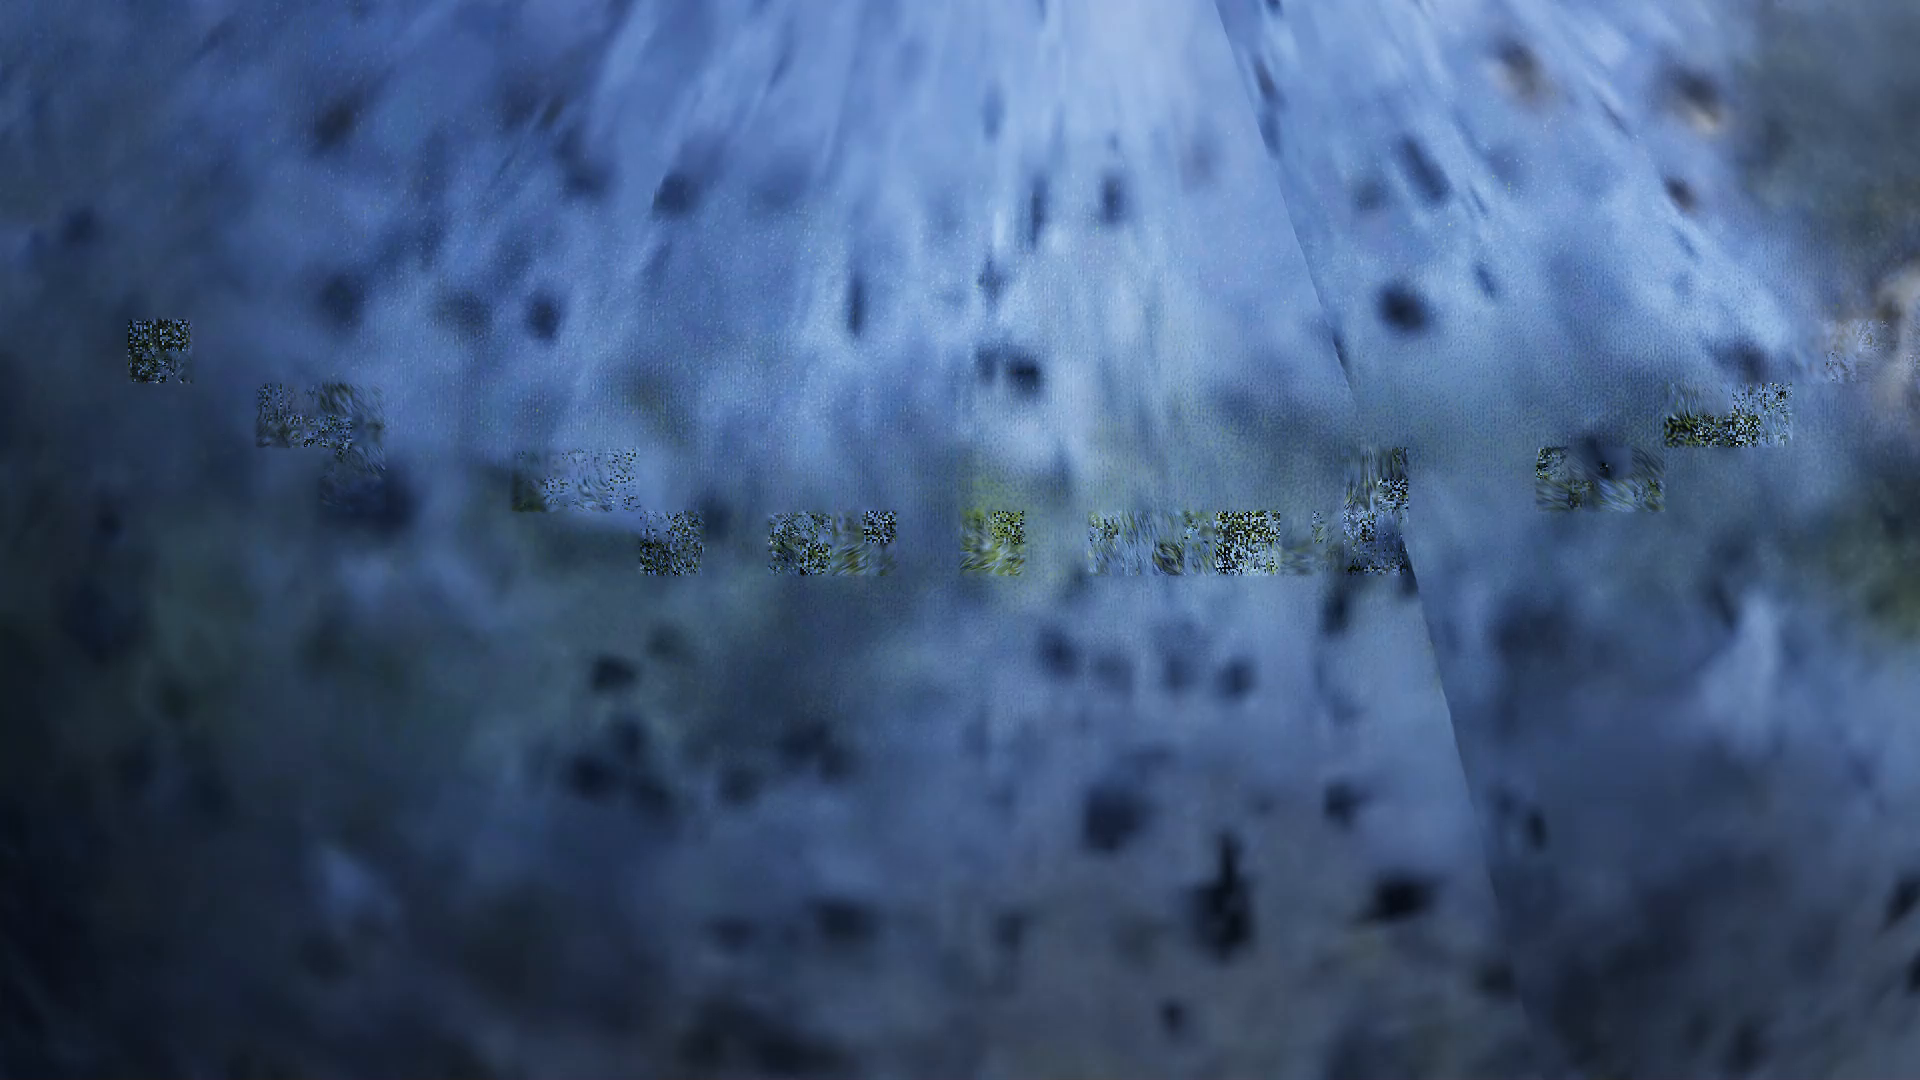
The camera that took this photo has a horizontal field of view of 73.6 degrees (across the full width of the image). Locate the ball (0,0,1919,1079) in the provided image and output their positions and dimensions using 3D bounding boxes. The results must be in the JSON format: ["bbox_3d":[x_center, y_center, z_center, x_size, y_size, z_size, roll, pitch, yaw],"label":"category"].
[{"bbox_3d":[0.000,-0.002,0.056,0.080,0.080,0.080,0,4,0],"label":"ball"}]
